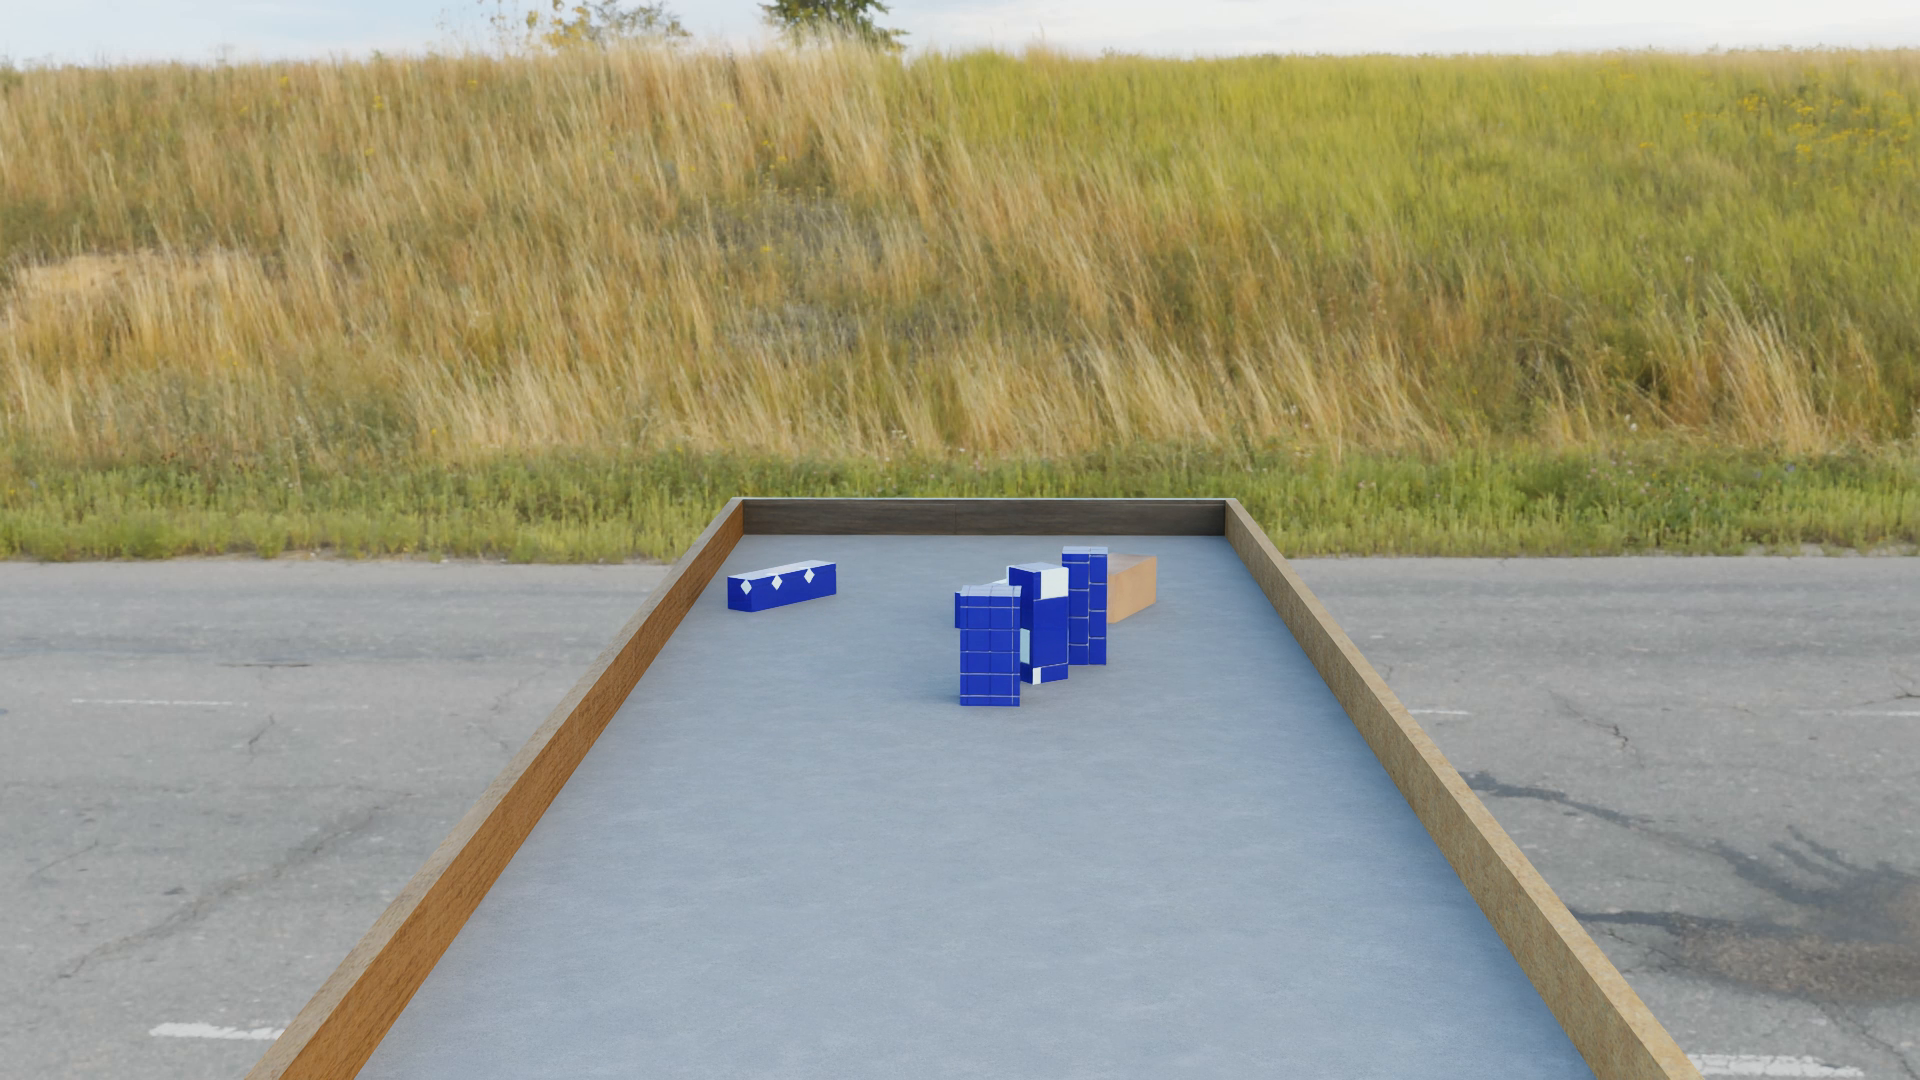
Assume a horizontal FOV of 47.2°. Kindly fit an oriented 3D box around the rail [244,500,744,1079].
[{"bbox_3d":[-1.004,0.839,3.234,0.050,0.150,12.000,0,9,1],"label":"rail"}]

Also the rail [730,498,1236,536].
[{"bbox_3d":[0.099,-0.098,9.147,2.100,0.150,0.050,0,9,1],"label":"rail"}]

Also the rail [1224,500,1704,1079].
[{"bbox_3d":[1.046,0.843,3.208,0.050,0.150,12.000,0,9,1],"label":"rail"}]

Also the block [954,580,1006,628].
[{"bbox_3d":[0.130,0.212,7.296,0.118,0.118,0.345,6,11,34],"label":"block"}]

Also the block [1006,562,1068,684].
[{"bbox_3d":[0.226,0.242,6.433,0.129,0.329,0.129,-6,11,-35],"label":"block"}]

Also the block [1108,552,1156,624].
[{"bbox_3d":[0.521,0.160,7.476,0.163,0.163,0.416,4,10,24],"label":"block"}]

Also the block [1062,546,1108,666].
[{"bbox_3d":[0.378,0.199,6.667,0.136,0.340,0.136,1,9,4],"label":"block"}]

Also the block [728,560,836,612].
[{"bbox_3d":[-0.617,0.158,7.654,0.111,0.111,0.438,7,11,37],"label":"block"}]

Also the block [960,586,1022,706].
[{"bbox_3d":[0.087,0.295,6.157,0.165,0.310,0.165,0,9,3],"label":"block"}]
